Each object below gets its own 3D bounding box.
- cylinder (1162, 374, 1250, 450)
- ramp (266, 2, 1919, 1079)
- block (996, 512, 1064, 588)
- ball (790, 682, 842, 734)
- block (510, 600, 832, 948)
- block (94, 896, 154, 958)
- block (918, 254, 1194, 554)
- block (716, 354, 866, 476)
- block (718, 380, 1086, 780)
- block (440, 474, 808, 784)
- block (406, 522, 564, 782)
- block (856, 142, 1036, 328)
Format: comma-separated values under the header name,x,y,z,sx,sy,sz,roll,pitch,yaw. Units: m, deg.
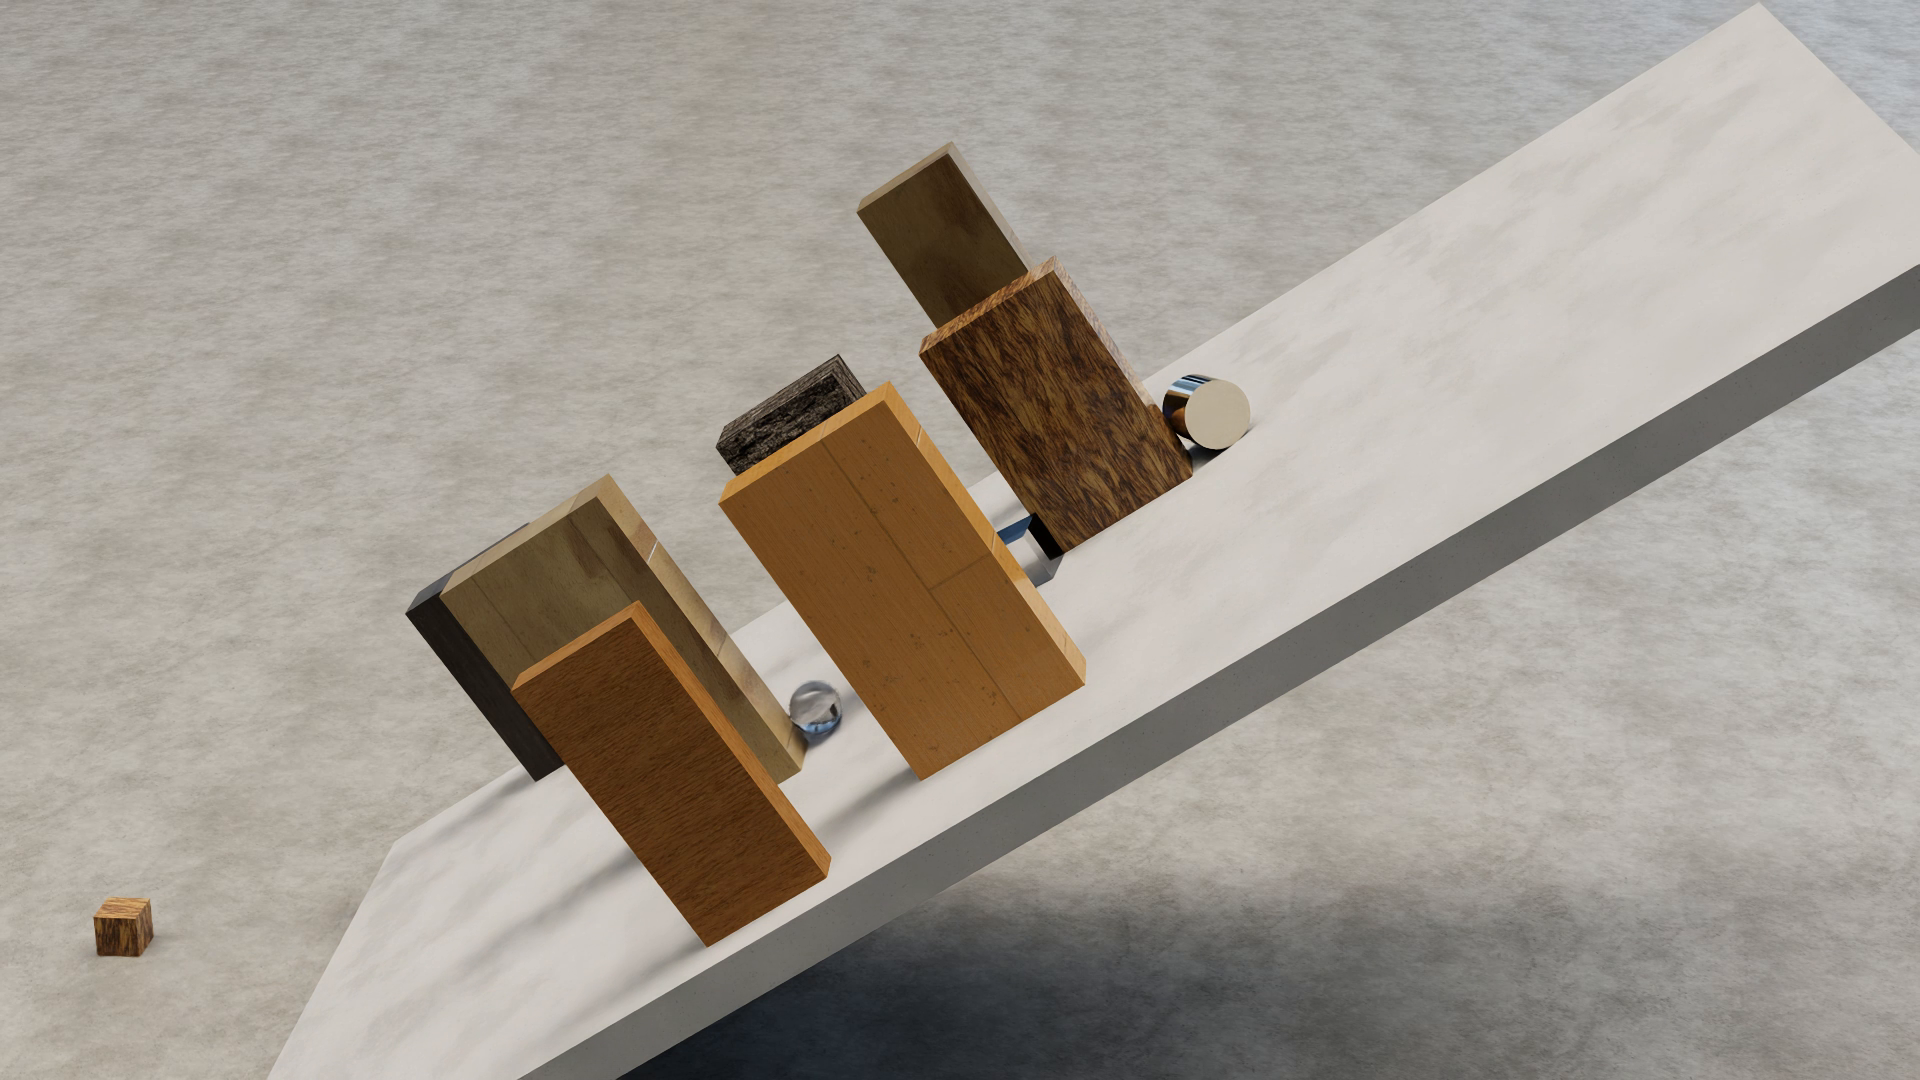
name,x,y,z,sx,sy,sz,roll,pitch,yaw
cylinder,0.530,-0.278,6.341,0.149,0.149,0.149,-5,9,-14
ramp,0.138,0.172,6.299,4.000,0.100,2.000,-31,16,14
block,0.135,0.035,6.309,0.114,0.114,0.114,-27,17,27
ball,-0.309,0.359,6.283,0.113,0.113,0.113,0,21,0
block,-0.539,0.444,5.527,0.280,0.629,0.084,-31,16,14
block,-2.085,0.964,7.333,0.107,0.107,0.107,2,21,4
block,0.208,-0.285,6.298,0.342,0.542,0.122,-31,16,14
block,-0.200,-0.036,6.212,0.296,0.649,0.139,-31,16,14
block,-0.104,0.083,5.595,0.377,0.676,0.119,-31,16,14
block,-0.701,0.276,6.193,0.409,0.728,0.141,-31,16,14
block,-1.065,0.281,7.320,0.347,0.540,0.145,-31,16,14
block,0.097,-0.502,6.704,0.249,0.797,0.121,-31,16,14
